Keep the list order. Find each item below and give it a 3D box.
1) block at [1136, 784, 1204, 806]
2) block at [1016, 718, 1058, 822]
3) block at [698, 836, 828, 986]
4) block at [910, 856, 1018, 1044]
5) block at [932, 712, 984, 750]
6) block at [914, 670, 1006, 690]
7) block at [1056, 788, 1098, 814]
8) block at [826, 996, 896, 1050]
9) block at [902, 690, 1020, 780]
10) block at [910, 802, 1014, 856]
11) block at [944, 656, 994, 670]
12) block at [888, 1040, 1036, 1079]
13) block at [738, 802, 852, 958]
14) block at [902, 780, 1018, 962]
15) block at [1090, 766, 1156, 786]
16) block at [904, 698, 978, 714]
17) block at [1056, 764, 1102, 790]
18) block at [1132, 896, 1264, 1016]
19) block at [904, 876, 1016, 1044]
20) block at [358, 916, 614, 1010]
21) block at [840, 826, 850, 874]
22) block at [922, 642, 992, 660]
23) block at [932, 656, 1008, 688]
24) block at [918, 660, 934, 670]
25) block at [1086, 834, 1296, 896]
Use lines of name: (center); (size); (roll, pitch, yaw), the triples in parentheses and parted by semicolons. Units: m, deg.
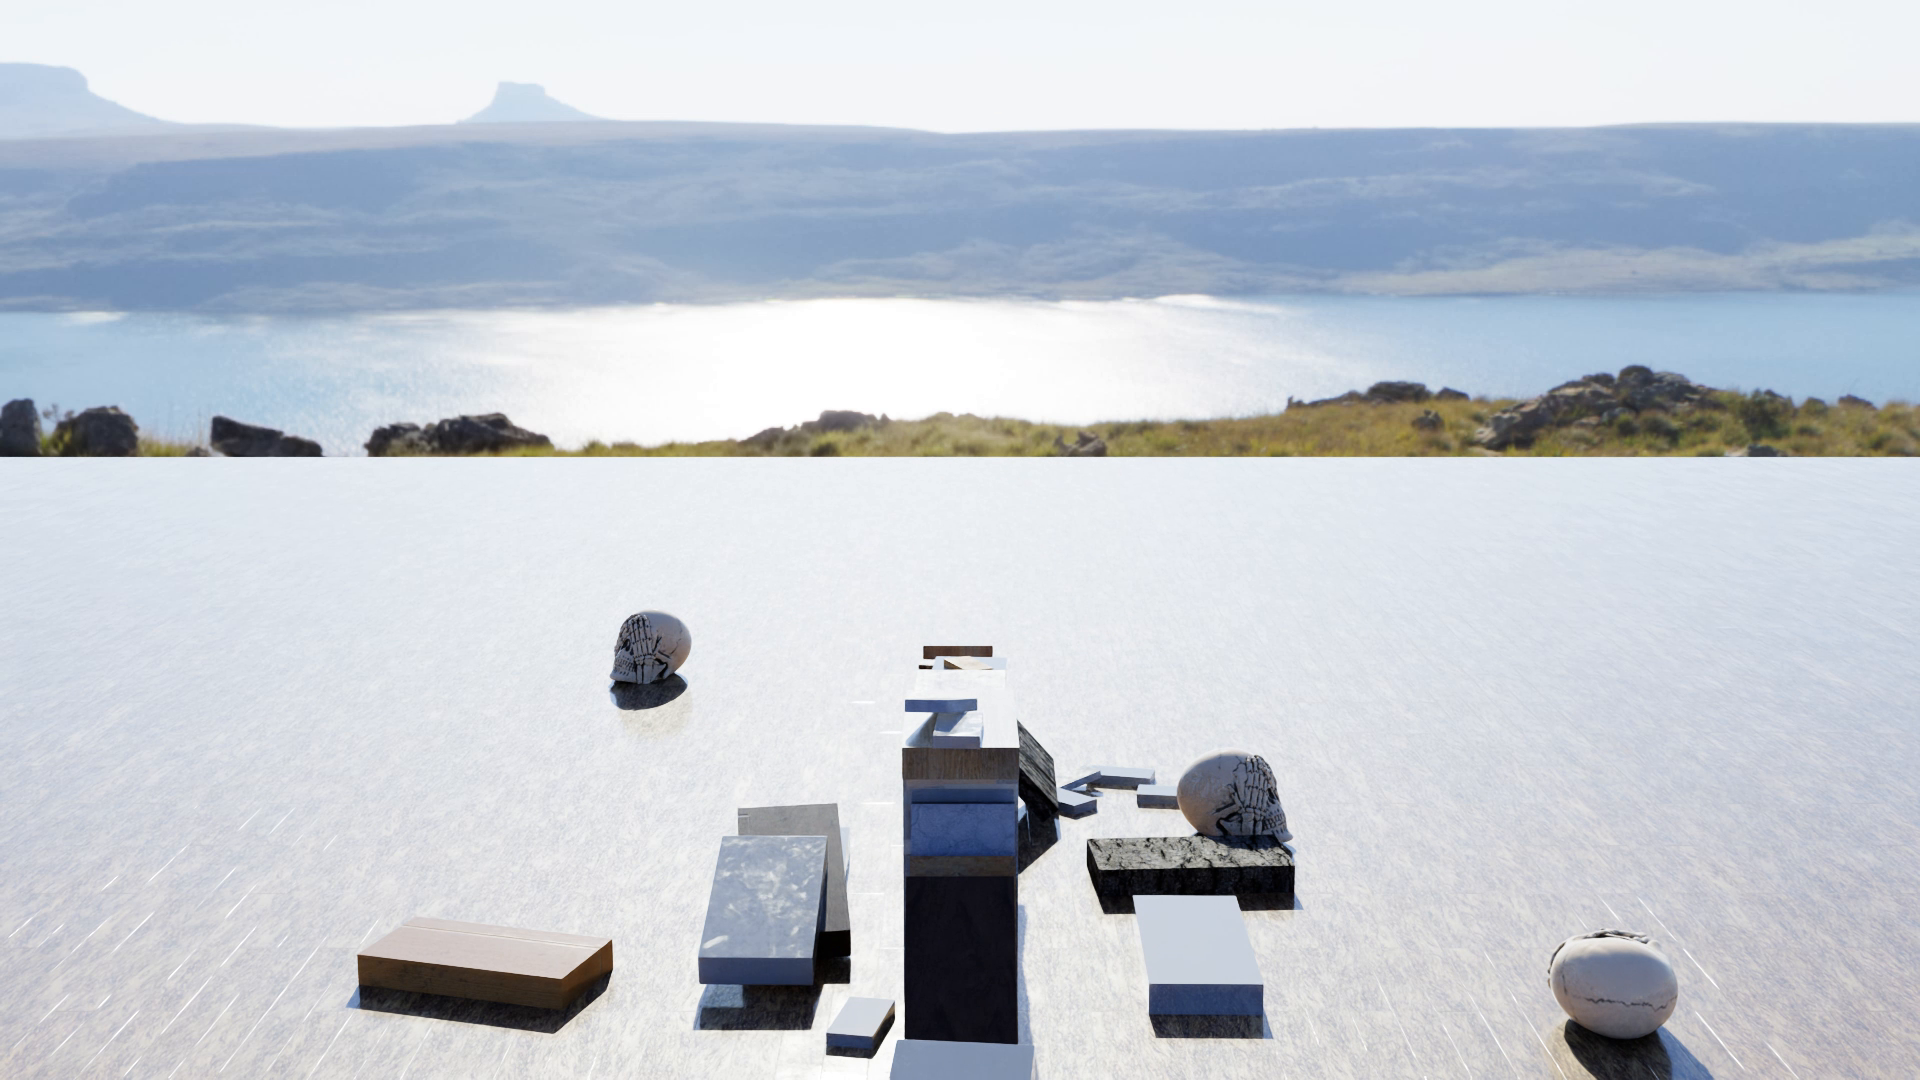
block: (0.401, 0.485, 4.183); (0.126, 0.018, 0.063); (1, 11, 8)
block: (0.122, 0.421, 4.132); (0.038, 0.135, 0.271); (-40, 11, 10)
block: (-0.298, 0.564, 3.376); (0.168, 0.048, 0.336); (0, 24, 0)
block: (0.004, 0.583, 3.051); (0.149, 0.042, 0.299); (0, 55, 0)
block: (-0.002, 0.276, 3.199); (0.067, 0.019, 0.134); (0, 10, 3)
block: (0.000, 0.271, 3.633); (0.149, 0.042, 0.299); (0, 11, 1)
block: (0.191, 0.491, 4.155); (0.063, 0.018, 0.126); (-10, 15, -43)
block: (-0.140, 0.683, 3.115); (0.067, 0.019, 0.134); (2, 11, 11)
block: (0.000, 0.290, 3.312); (0.168, 0.048, 0.336); (0, 10, 0)
block: (0.004, 0.529, 3.173); (0.149, 0.299, 0.042); (0, -2, 0)
block: (0.014, 0.228, 3.941); (0.051, 0.014, 0.102); (-5, 12, -24)
block: (-0.013, 0.723, 2.536); (0.170, 0.048, 0.382); (1, 27, 6)
block: (-0.270, 0.545, 3.535); (0.168, 0.048, 0.378); (-2, 24, -6)
block: (0.001, 0.498, 3.241); (0.168, 0.336, 0.048); (0, 9, 0)
block: (0.315, 0.462, 4.307); (0.126, 0.018, 0.063); (3, 11, 14)
block: (-0.027, 0.246, 3.276); (0.067, 0.019, 0.134); (0, -3, 19)
block: (0.217, 0.464, 4.257); (0.102, 0.014, 0.051); (-18, 18, -27)
block: (0.357, 0.627, 3.344); (0.165, 0.047, 0.372); (0, 11, 1)
block: (0.000, 0.599, 2.981); (0.149, 0.042, 0.299); (0, 53, 0)
block: (-0.712, 0.633, 3.305); (0.336, 0.048, 0.168); (3, 11, 16)
block: (-0.275, 0.558, 3.713); (0.165, 0.047, 0.329); (0, 11, 0)
block: (-0.004, 0.334, 4.304); (0.135, 0.271, 0.038); (0, 11, 0)
block: (0.013, 0.257, 3.923); (0.131, 0.037, 0.262); (1, 11, 4)
block: (-0.007, 0.364, 4.141); (0.135, 0.271, 0.038); (2, 12, 12)
block: (0.389, 0.553, 3.742); (0.329, 0.047, 0.165); (-1, 11, -4)
